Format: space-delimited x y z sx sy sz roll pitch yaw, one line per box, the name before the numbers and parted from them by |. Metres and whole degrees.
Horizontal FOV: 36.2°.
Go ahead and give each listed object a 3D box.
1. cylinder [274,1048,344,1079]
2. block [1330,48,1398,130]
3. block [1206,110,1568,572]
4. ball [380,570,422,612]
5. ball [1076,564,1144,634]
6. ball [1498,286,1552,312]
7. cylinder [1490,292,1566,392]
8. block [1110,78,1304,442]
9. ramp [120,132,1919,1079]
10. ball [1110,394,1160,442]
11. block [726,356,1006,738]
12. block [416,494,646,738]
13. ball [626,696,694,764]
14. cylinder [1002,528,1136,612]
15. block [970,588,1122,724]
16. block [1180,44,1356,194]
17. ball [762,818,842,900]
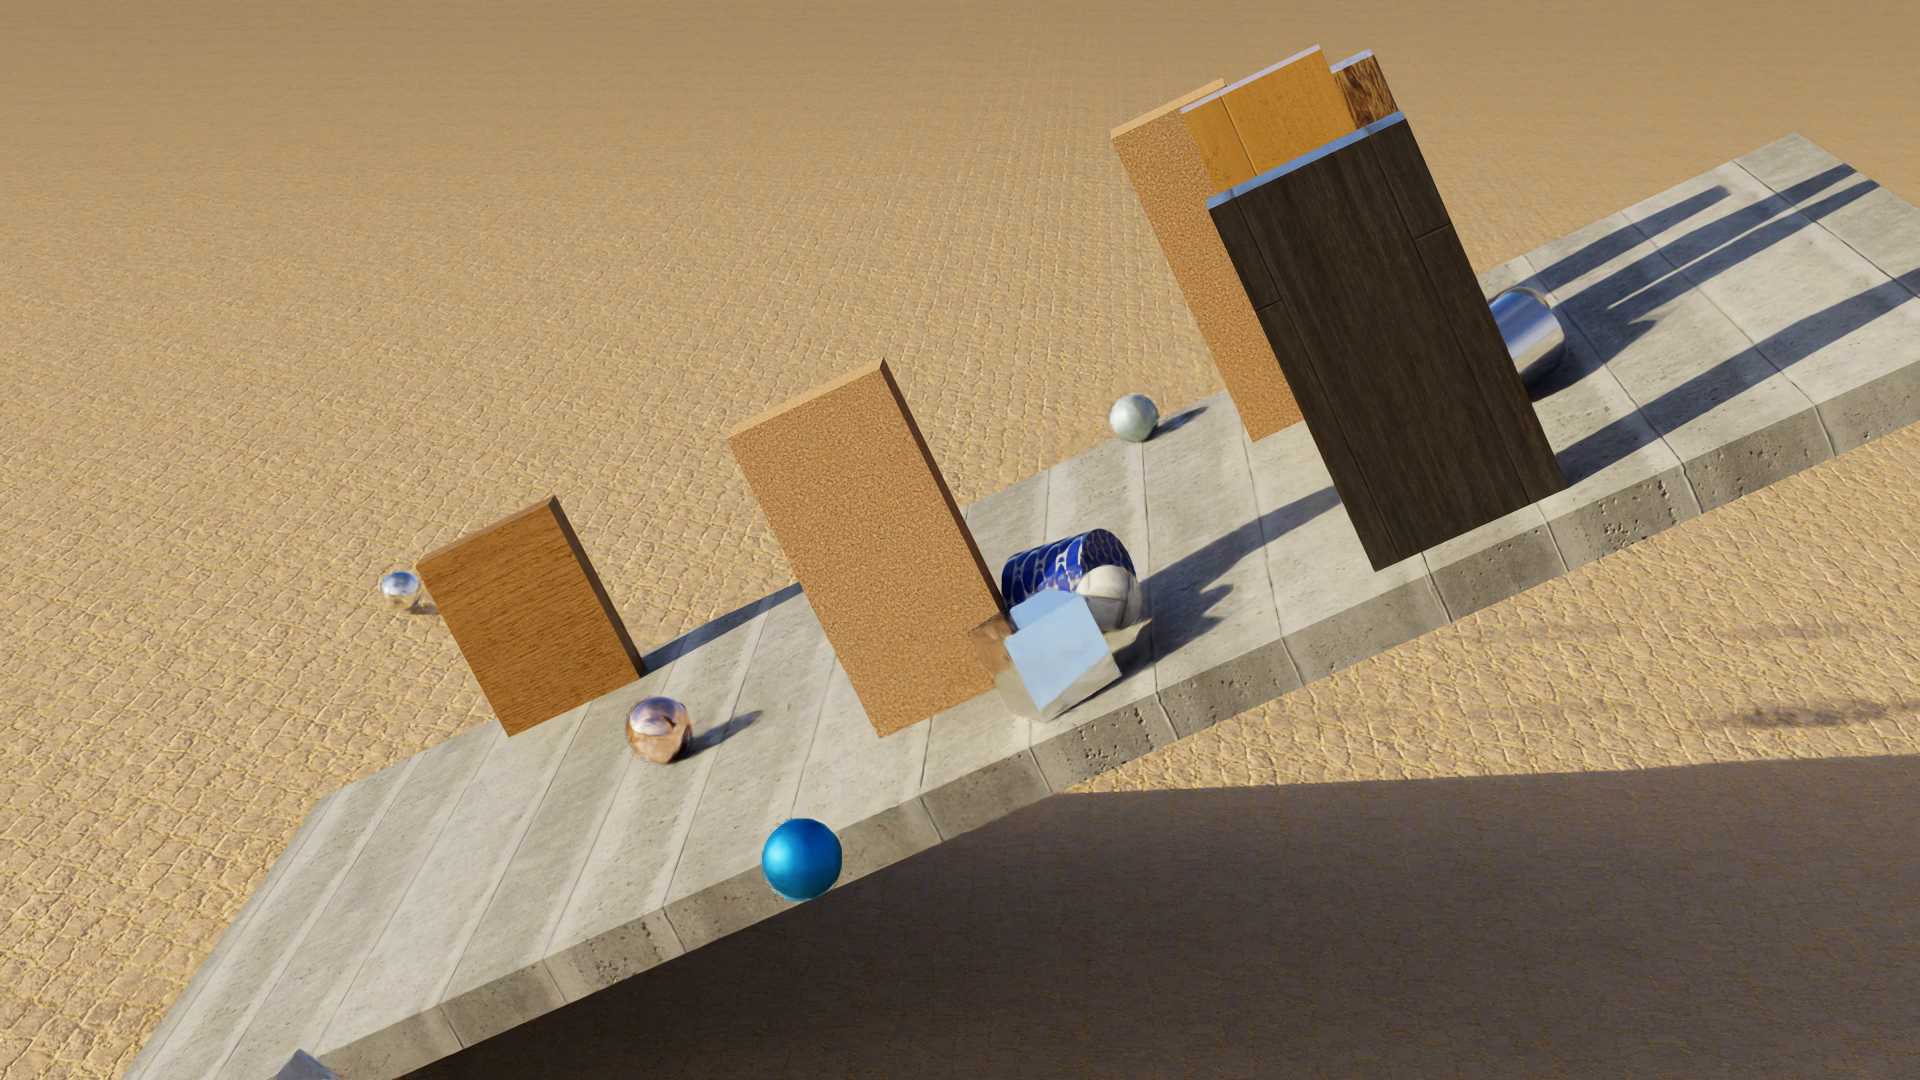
cylinder | -1.185 1.021 5.345 0.138 0.138 0.138 36 20 0
block | 0.832 -0.625 6.218 0.392 0.711 0.108 -24 13 9
block | 0.764 -0.350 5.256 0.375 0.730 0.108 -24 13 9
ball | -1.783 0.164 9.376 0.132 0.132 0.132 0 16 0
ball | 0.284 0.112 5.587 0.130 0.130 0.130 0 16 0
ball | 1.192 -0.475 6.246 0.126 0.126 0.126 0 16 0
cylinder | 1.088 -0.374 5.925 0.186 0.186 0.186 -34 33 -31
block | 0.615 -0.618 6.518 0.271 0.749 0.141 -24 13 9
ramp | 0.136 0.168 6.282 4.000 0.100 2.000 -24 13 9
ball | 0.418 -0.292 7.033 0.117 0.117 0.117 0 16 0
block | -0.153 0.018 5.719 0.327 0.669 0.107 -24 13 9
block | -1.044 0.187 7.170 0.365 0.483 0.095 -24 13 9
ball | -0.645 0.407 6.317 0.145 0.145 0.145 0 16 0
cylinder | 0.216 0.094 5.775 0.193 0.193 0.193 -17 4 34
block | 0.159 0.213 5.462 0.174 0.174 0.174 -30 13 -16
block | 0.754 -0.575 5.985 0.303 0.799 0.082 -24 13 9
ball | -0.280 0.568 5.243 0.144 0.144 0.144 0 16 0
